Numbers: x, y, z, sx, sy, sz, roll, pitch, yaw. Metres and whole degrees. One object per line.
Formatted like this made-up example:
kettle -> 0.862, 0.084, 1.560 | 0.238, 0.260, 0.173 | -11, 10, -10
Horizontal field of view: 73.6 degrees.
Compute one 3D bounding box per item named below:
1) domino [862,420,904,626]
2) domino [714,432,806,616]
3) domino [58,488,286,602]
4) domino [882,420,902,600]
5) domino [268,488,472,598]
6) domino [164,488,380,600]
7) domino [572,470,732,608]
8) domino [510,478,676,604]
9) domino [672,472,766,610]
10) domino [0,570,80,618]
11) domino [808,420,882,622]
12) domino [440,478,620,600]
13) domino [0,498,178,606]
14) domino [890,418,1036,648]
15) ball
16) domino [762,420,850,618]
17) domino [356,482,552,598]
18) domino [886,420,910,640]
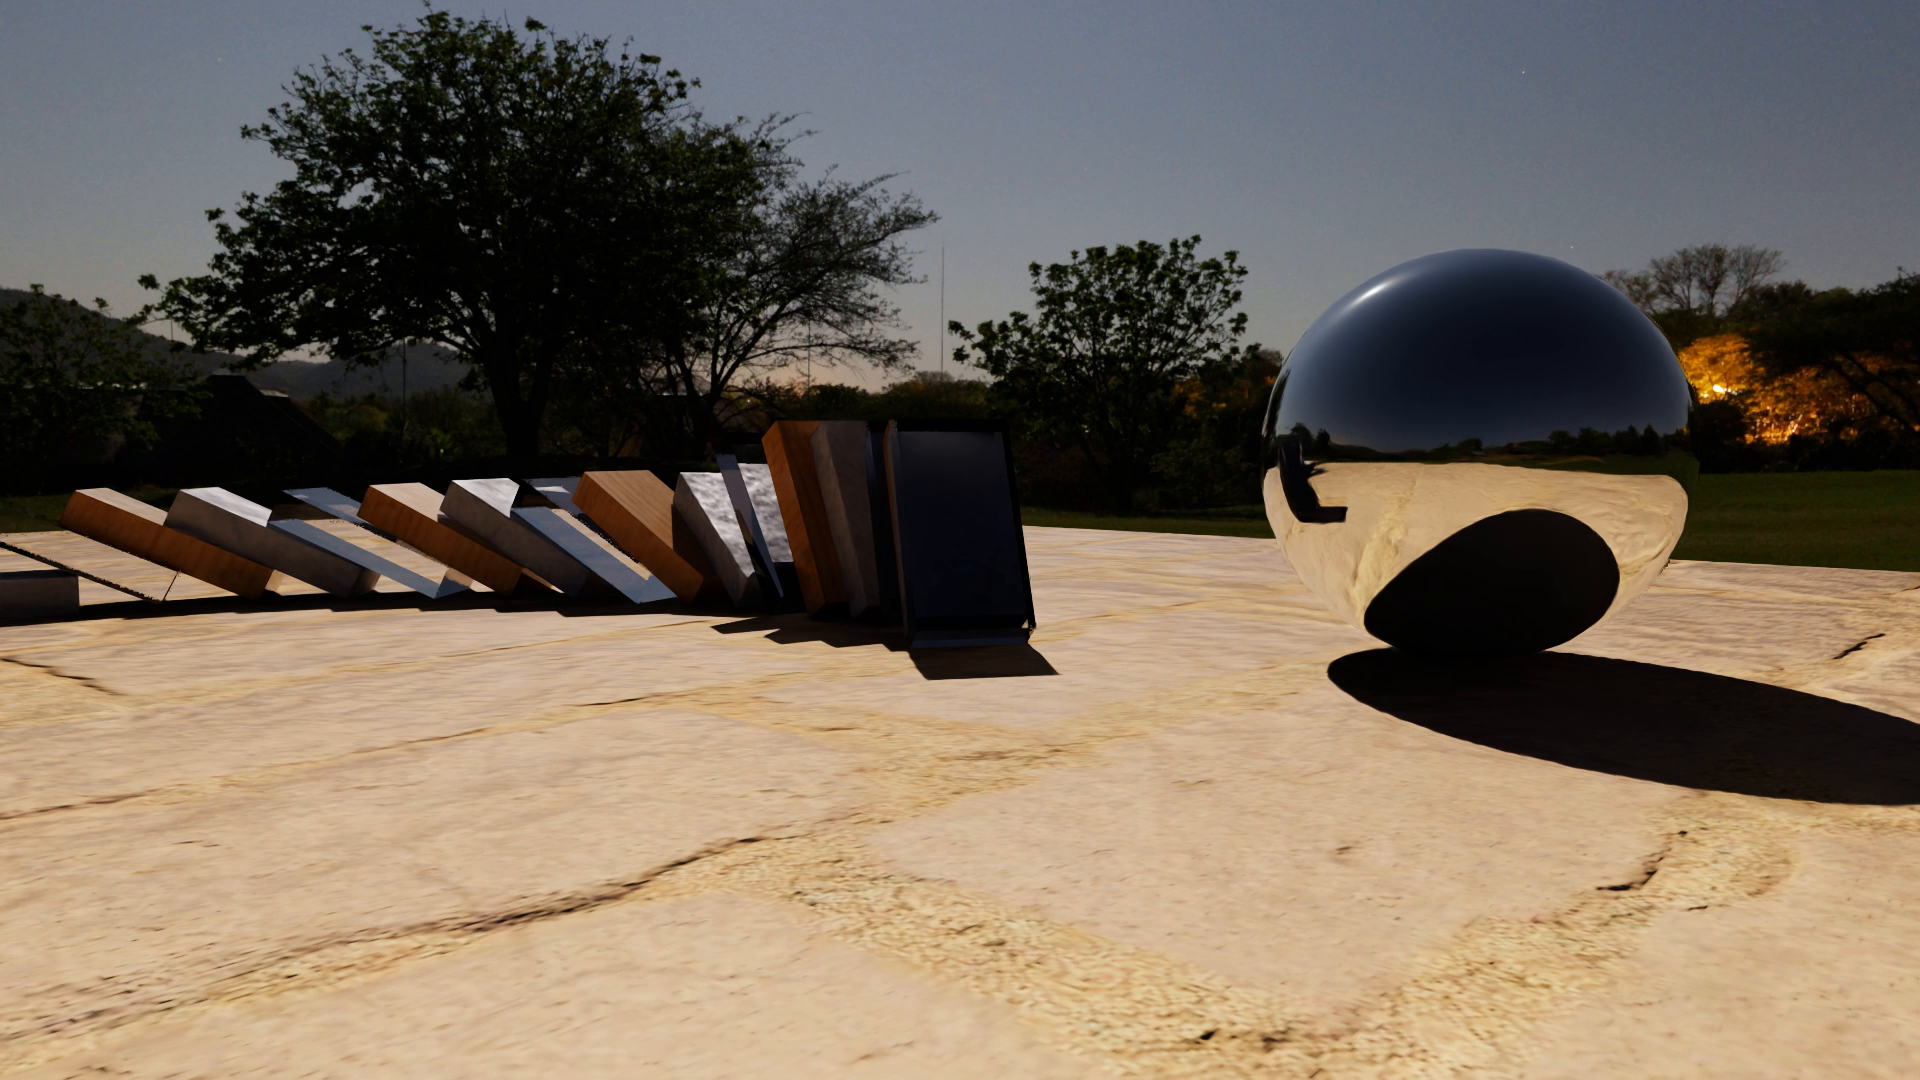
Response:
domino -> -0.008, -0.005, 0.309 | 0.025, 0.050, 0.009 | -1, -25, -15
domino -> -0.044, -0.005, 0.333 | 0.025, 0.050, 0.010 | -3, -32, -36
domino -> -0.211, 0.001, 0.348 | 0.050, 0.009, 0.025 | 26, -4, -18
domino -> -0.003, -0.004, 0.299 | 0.025, 0.050, 0.010 | -1, -25, -15
domino -> -0.165, 0.000, 0.364 | 0.050, 0.010, 0.025 | 25, 4, -1
domino -> -0.189, 0.001, 0.357 | 0.050, 0.009, 0.025 | 25, 0, -10
domino -> -0.080, -0.001, 0.353 | 0.050, 0.009, 0.025 | 38, 21, 22
domino -> -0.099, -0.001, 0.360 | 0.050, 0.009, 0.025 | 33, 17, 19
domino -> -0.057, -0.001, 0.348 | 0.025, 0.009, 0.050 | -1, 35, -35
domino -> -0.248, 0.014, 0.317 | 0.050, 0.009, 0.025 | -3, 5, -34
domino -> -0.019, -0.006, 0.319 | 0.025, 0.050, 0.010 | -3, -24, -31
domino -> -0.119, -0.001, 0.365 | 0.050, 0.009, 0.025 | 31, 12, 13
domino -> -0.231, 0.002, 0.332 | 0.050, 0.009, 0.025 | 28, -12, -29
domino -> 0.000, -0.002, 0.277 | 0.025, 0.050, 0.009 | -1, -25, -12
ball -> 0.100, -0.016, 0.252 | 0.080, 0.080, 0.080 | 0, 4, 0
domino -> -0.031, -0.006, 0.325 | 0.025, 0.050, 0.009 | -3, -24, -36
domino -> -0.142, 0.000, 0.366 | 0.050, 0.010, 0.025 | 27, 7, 5
domino -> -0.001, -0.003, 0.288 | 0.025, 0.050, 0.010 | -1, -25, -12
